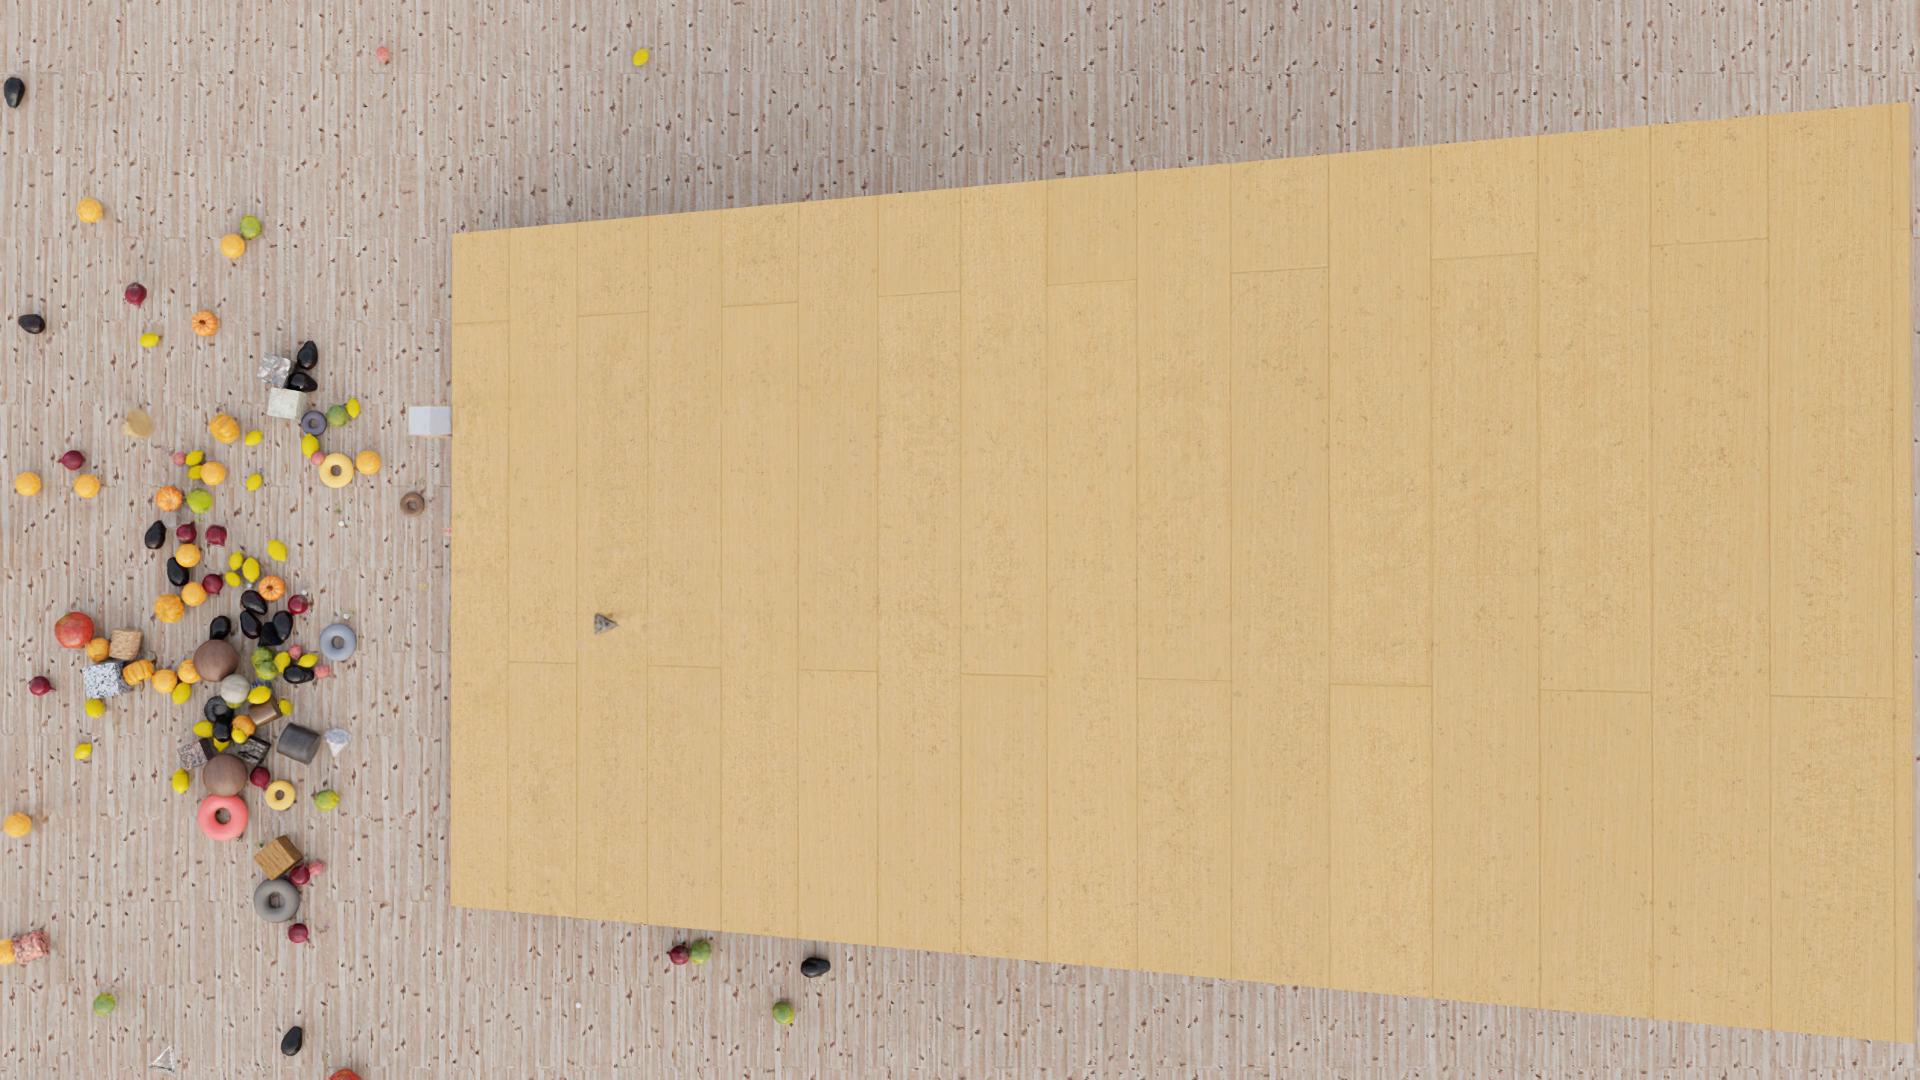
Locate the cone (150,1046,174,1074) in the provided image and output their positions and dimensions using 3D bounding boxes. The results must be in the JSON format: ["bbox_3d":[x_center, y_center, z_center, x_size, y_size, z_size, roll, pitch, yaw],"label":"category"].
[{"bbox_3d":[-2.384,1.555,6.601,0.076,0.076,0.076,10,63,0],"label":"cone"}]

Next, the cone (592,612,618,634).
[{"bbox_3d":[-1.001,0.240,6.255,0.065,0.065,0.065,11,89,20],"label":"cone"}]

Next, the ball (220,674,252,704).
[{"bbox_3d":[-2.155,0.443,6.539,0.090,0.090,0.090,0,89,0],"label":"ball"}]

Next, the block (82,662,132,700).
[{"bbox_3d":[-2.553,0.420,6.582,0.096,0.096,0.096,-9,89,0],"label":"block"}]

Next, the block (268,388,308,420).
[{"bbox_3d":[-2.018,-0.408,6.597,0.084,0.084,0.084,9,89,0],"label":"block"}]

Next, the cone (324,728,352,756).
[{"bbox_3d":[-1.876,0.622,6.610,0.078,0.078,0.078,18,116,0],"label":"cone"}]

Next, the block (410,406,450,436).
[{"bbox_3d":[-1.577,-0.355,6.540,0.083,0.083,0.083,-1,89,32],"label":"block"}]

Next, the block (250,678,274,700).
[{"bbox_3d":[-2.099,0.447,6.603,0.054,0.054,0.054,-18,89,0],"label":"block"}]

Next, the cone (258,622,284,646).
[{"bbox_3d":[-2.089,0.301,6.613,0.081,0.081,0.081,-34,89,26],"label":"cone"}]

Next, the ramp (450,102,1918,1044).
[{"bbox_3d":[0.276,0.078,5.652,4.000,0.100,2.000,0,89,28],"label":"ramp"}]

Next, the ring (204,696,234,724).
[{"bbox_3d":[-2.228,0.512,6.614,0.089,0.030,0.089,0,89,-4],"label":"ring"}]

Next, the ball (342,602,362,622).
[{"bbox_3d":[-1.828,0.217,6.618,0.056,0.056,0.056,0,89,0],"label":"ball"}]

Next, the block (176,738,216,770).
[{"bbox_3d":[-2.290,0.642,6.592,0.071,0.071,0.071,-24,89,0],"label":"block"}]

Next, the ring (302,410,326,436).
[{"bbox_3d":[-1.946,-0.351,6.625,0.078,0.026,0.078,0,91,-1],"label":"ring"}]

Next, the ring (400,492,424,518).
[{"bbox_3d":[-1.649,-0.106,6.623,0.075,0.025,0.075,0,90,-1],"label":"ring"}]

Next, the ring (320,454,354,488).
[{"bbox_3d":[-1.877,-0.209,6.619,0.105,0.035,0.105,0,91,0],"label":"ring"}]

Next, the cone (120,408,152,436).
[{"bbox_3d":[-2.499,-0.338,6.617,0.091,0.091,0.091,-22,89,26],"label":"cone"}]

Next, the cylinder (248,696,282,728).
[{"bbox_3d":[-2.082,0.513,6.593,0.073,0.073,0.073,-24,89,0],"label":"cylinder"}]

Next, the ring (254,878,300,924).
[{"bbox_3d":[-2.051,1.081,6.600,0.139,0.046,0.139,0,90,-1],"label":"ring"}]

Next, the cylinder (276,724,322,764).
[{"bbox_3d":[-1.978,0.611,6.580,0.096,0.096,0.096,22,89,0],"label":"cylinder"}]

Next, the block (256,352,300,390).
[{"bbox_3d":[-2.046,-0.508,6.597,0.084,0.084,0.084,17,89,0],"label":"block"}]

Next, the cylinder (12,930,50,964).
[{"bbox_3d":[-2.779,1.219,6.583,0.077,0.077,0.077,-19,89,0],"label":"cylinder"}]

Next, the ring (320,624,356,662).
[{"bbox_3d":[-1.870,0.308,6.613,0.114,0.038,0.114,0,91,0],"label":"ring"}]

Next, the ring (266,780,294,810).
[{"bbox_3d":[-2.043,0.766,6.607,0.092,0.031,0.092,-1,79,6],"label":"ring"}]

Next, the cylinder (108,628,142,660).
[{"bbox_3d":[-2.501,0.312,6.590,0.082,0.082,0.082,9,89,0],"label":"cylinder"}]

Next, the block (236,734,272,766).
[{"bbox_3d":[-2.116,0.630,6.596,0.064,0.064,0.064,27,89,0],"label":"block"}]

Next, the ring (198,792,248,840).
[{"bbox_3d":[-2.212,0.828,6.601,0.150,0.050,0.150,0,88,1],"label":"ring"}]

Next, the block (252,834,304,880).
[{"bbox_3d":[-2.040,0.950,6.580,0.090,0.090,0.090,-39,90,0],"label":"block"}]
